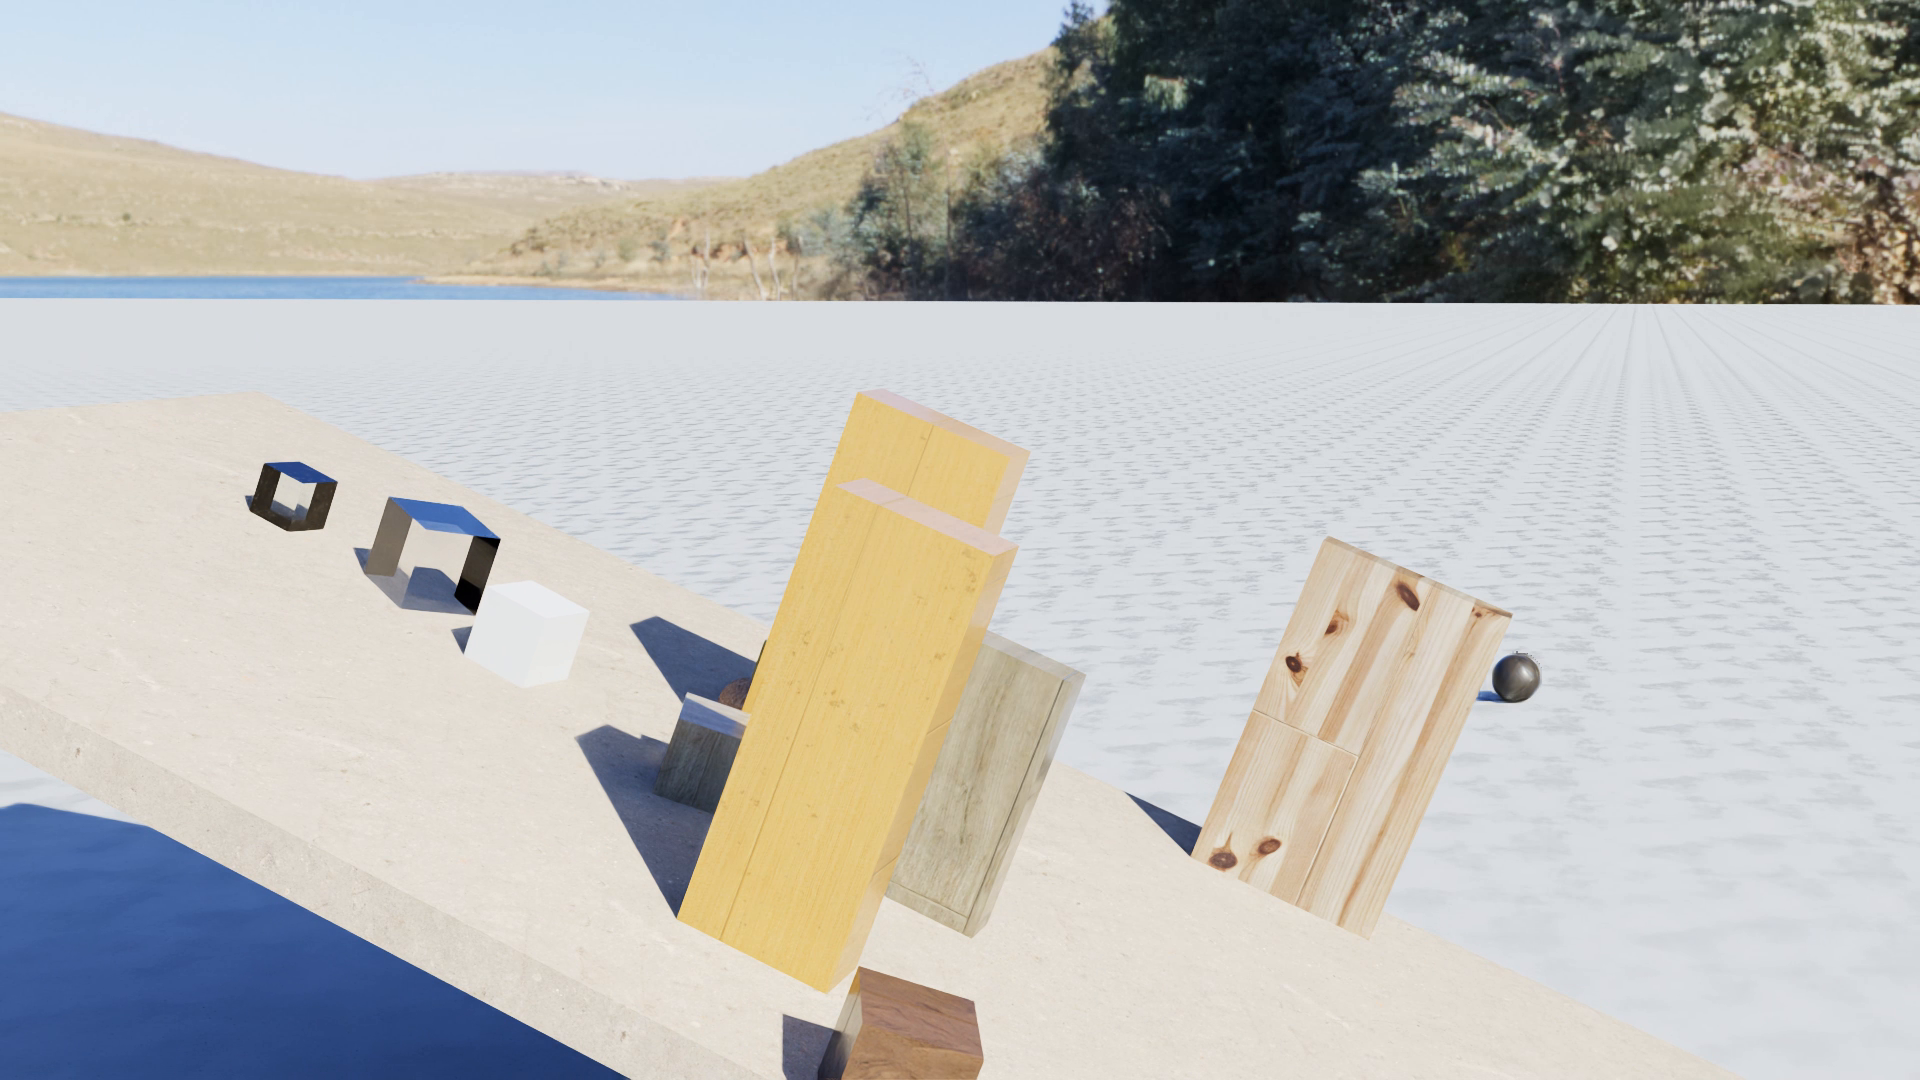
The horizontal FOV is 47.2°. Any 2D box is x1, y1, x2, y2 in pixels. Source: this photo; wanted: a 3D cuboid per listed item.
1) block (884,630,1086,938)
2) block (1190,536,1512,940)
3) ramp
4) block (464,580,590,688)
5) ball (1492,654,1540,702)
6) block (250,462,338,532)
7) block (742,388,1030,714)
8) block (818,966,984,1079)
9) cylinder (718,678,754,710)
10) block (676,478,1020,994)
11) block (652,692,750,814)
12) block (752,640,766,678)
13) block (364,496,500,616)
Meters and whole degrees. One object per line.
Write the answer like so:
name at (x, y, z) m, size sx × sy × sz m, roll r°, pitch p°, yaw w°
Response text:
block at (-0.014, 0.414, 3.937) m, size 0.307 × 0.504 × 0.096 m, roll 24°, pitch 13°, yaw 13°
block at (0.827, 0.421, 4.678) m, size 0.415 × 0.754 × 0.084 m, roll 24°, pitch 13°, yaw 13°
ramp at (-0.316, 0.567, 4.200) m, size 4.000 × 0.100 × 2.000 m, roll 24°, pitch 13°, yaw 13°
block at (-0.858, 0.185, 4.360) m, size 0.151 × 0.151 × 0.151 m, roll 26°, pitch 13°, yaw 21°
ball at (2.413, 0.599, 9.544) m, size 0.209 × 0.209 × 0.209 m, roll 0°, pitch 7°, yaw 0°
block at (-1.427, -0.093, 4.712) m, size 0.112 × 0.112 × 0.112 m, roll 26°, pitch 13°, yaw 21°
block at (-0.164, 0.134, 4.236) m, size 0.319 × 0.781 × 0.145 m, roll 24°, pitch 13°, yaw 13°
block at (-0.088, 0.752, 3.143) m, size 0.180 × 0.180 × 0.180 m, roll 19°, pitch 13°, yaw -9°
cylinder at (-0.422, 0.351, 4.461) m, size 0.108 × 0.108 × 0.108 m, roll -4°, pitch 24°, yaw -30°
block at (-0.182, 0.311, 3.503) m, size 0.276 × 0.764 × 0.139 m, roll 24°, pitch 13°, yaw 13°
block at (-0.465, 0.400, 4.078) m, size 0.154 × 0.154 × 0.154 m, roll 20°, pitch 13°, yaw -6°
block at (-0.328, 0.327, 4.580) m, size 0.165 × 0.165 × 0.165 m, roll 11°, pitch 16°, yaw -36°
block at (-1.094, 0.034, 4.559) m, size 0.176 × 0.176 × 0.176 m, roll 9°, pitch 17°, yaw -44°
